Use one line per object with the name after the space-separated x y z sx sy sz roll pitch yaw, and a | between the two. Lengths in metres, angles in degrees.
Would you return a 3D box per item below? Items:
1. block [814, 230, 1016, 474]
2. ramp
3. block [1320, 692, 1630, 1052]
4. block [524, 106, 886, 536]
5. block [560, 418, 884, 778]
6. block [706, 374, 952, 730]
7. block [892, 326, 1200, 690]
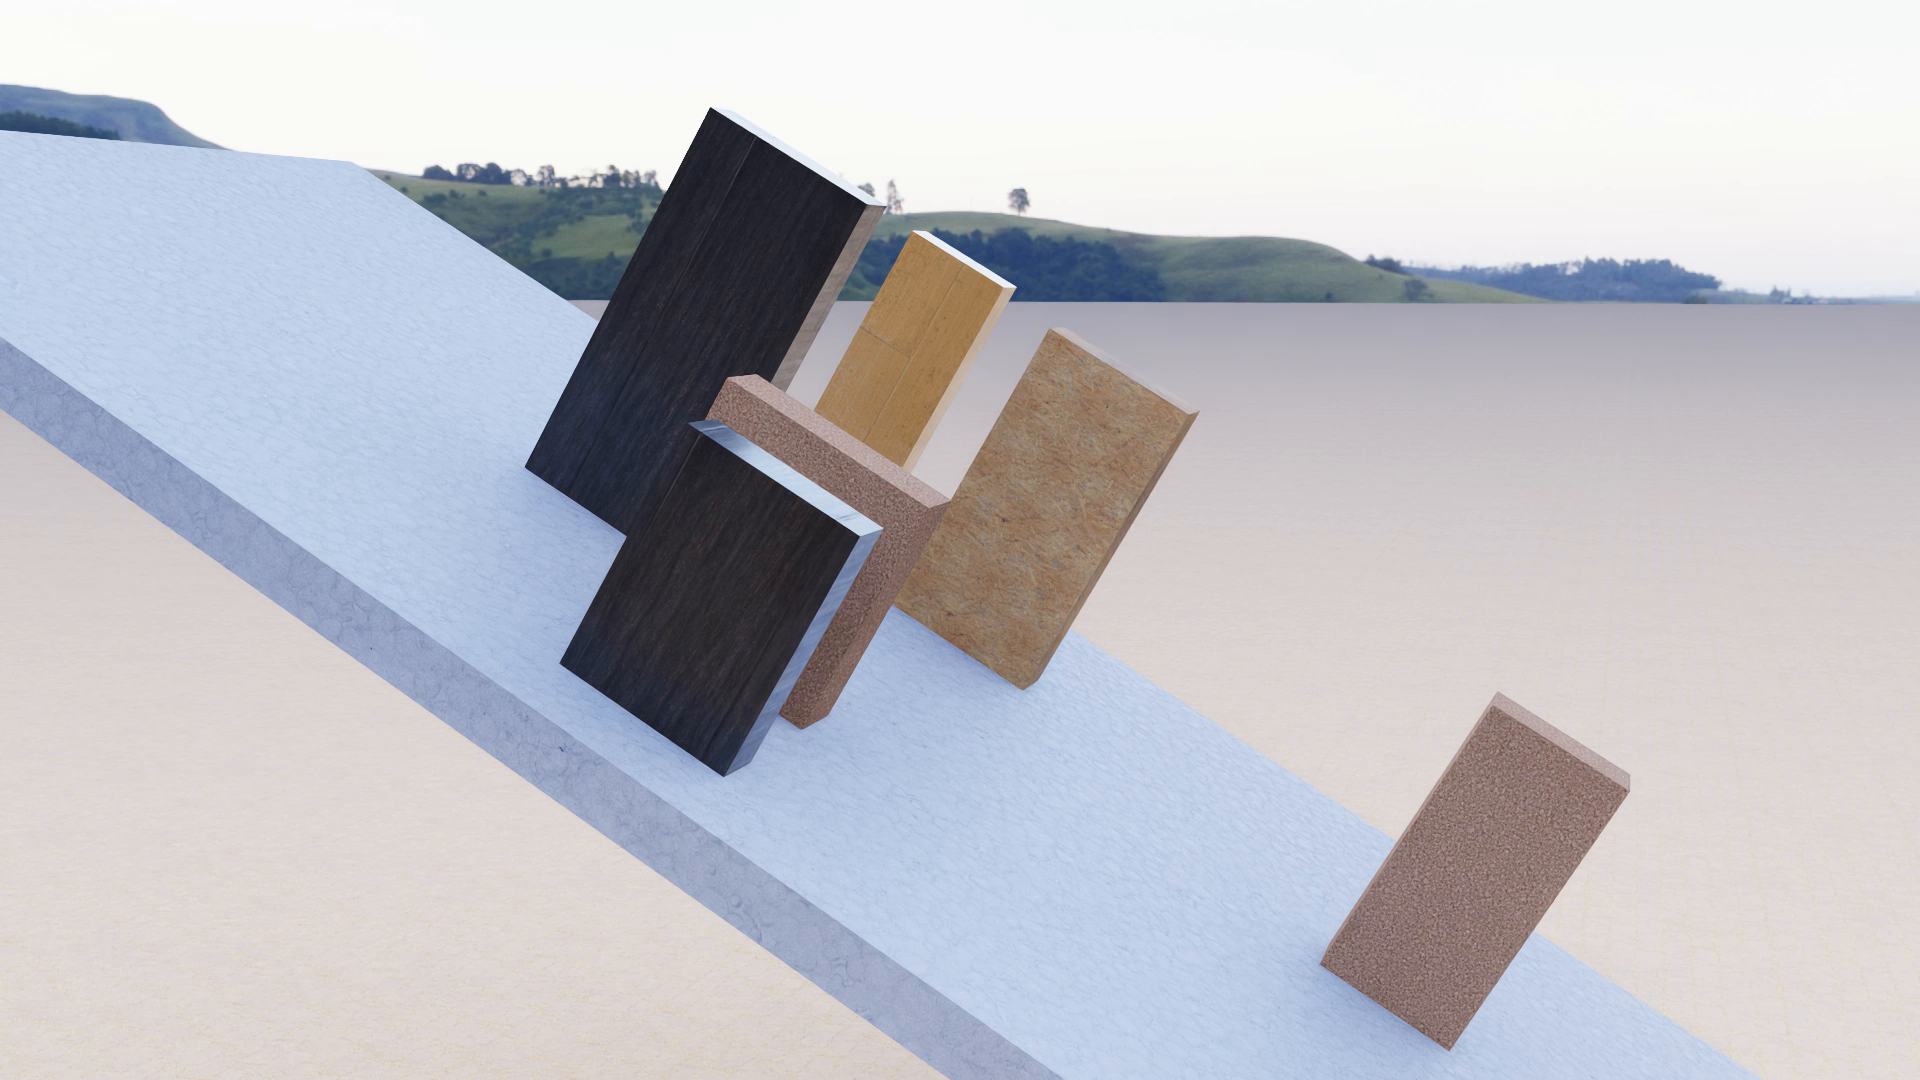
-0.140 -0.359 4.920 0.243 0.619 0.100 33 15 11 | block
-0.175 0.288 4.123 4.000 0.100 2.000 33 15 11 | ramp
0.911 0.586 3.900 0.269 0.568 0.132 33 15 11 | block
-0.472 -0.368 4.025 0.344 0.759 0.106 33 15 11 | block
-0.367 0.087 3.356 0.316 0.436 0.105 33 15 11 | block
-0.305 0.017 3.702 0.405 0.439 0.126 33 15 11 | block
0.170 -0.064 4.457 0.327 0.657 0.119 33 15 11 | block
